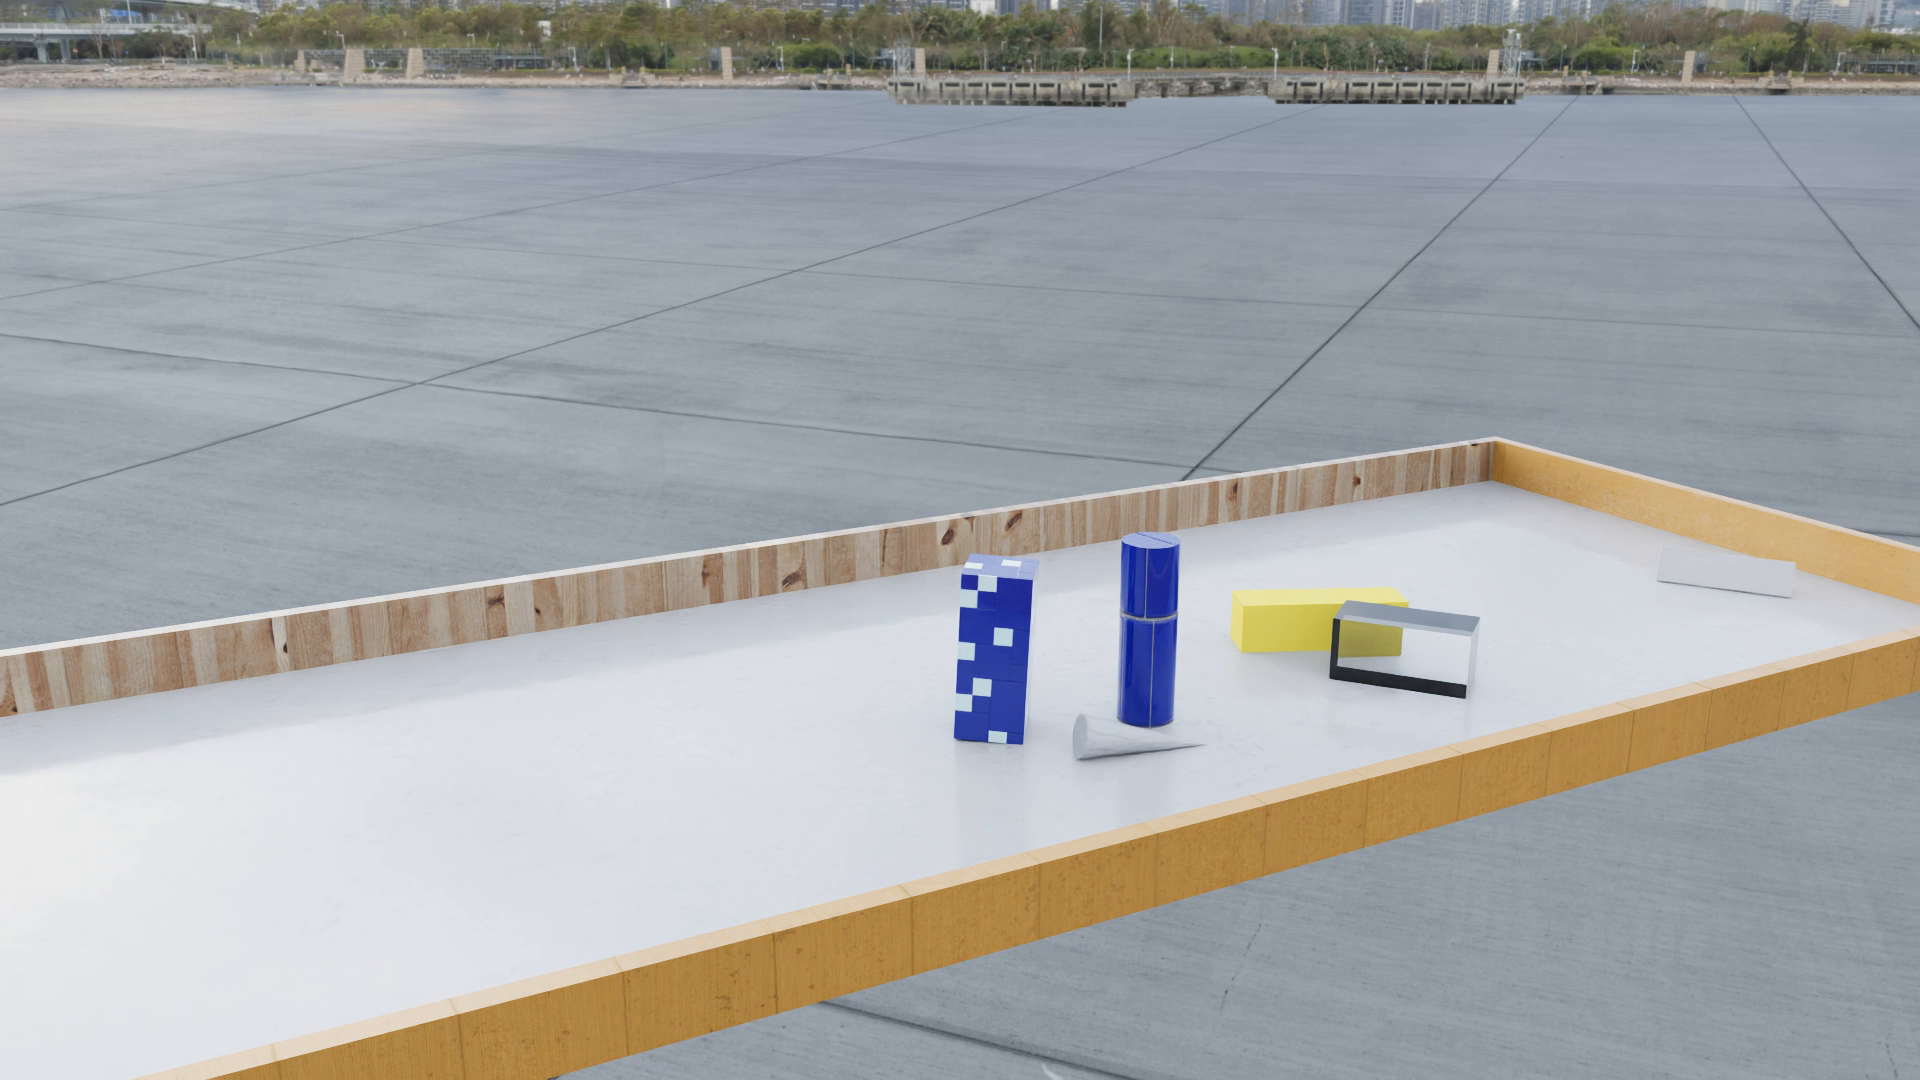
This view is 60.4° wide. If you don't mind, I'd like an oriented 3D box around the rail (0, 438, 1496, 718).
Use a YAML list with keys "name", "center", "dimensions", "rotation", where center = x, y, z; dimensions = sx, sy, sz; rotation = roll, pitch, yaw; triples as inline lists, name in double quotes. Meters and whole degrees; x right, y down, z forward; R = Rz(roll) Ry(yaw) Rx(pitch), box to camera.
- name: "rail"
  center: [-3.305, 0.497, 3.399]
  dimensions: [12.000, 0.150, 0.050]
  rotation: [-9, 18, -27]

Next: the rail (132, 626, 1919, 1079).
- name: "rail"
  center: [-2.336, 1.006, 1.665]
  dimensions: [12.000, 0.150, 0.050]
  rotation: [-9, 18, -27]

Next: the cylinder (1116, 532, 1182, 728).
- name: "cylinder"
  center: [0.440, 0.211, 3.859]
  dimensions: [0.136, 0.439, 0.136]
  rotation: [0, 16, 0]

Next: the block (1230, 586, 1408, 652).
- name: "block"
  center: [0.957, 0.212, 4.404]
  dimensions: [0.441, 0.130, 0.130]
  rotation: [-1, 16, -4]

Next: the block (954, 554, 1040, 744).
- name: "block"
  center: [0.084, 0.249, 3.792]
  dimensions: [0.160, 0.396, 0.160]
  rotation: [5, 17, 7]

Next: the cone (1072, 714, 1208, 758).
- name: "cone"
  center: [0.418, 0.453, 3.726]
  dimensions: [0.310, 0.100, 0.100]
  rotation: [6, 15, -14]

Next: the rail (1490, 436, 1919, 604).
- name: "rail"
  center: [2.466, -0.048, 5.253]
  dimensions: [0.050, 0.150, 2.100]
  rotation: [-9, 18, -27]

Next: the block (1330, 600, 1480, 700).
- name: "block"
  center: [1.117, 0.271, 4.145]
  dimensions: [0.334, 0.161, 0.161]
  rotation: [7, 18, 23]

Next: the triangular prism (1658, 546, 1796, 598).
- name: "triangular prism"
  center: [2.269, 0.087, 4.885]
  dimensions: [0.362, 0.093, 0.108]
  rotation: [8, 19, 26]
